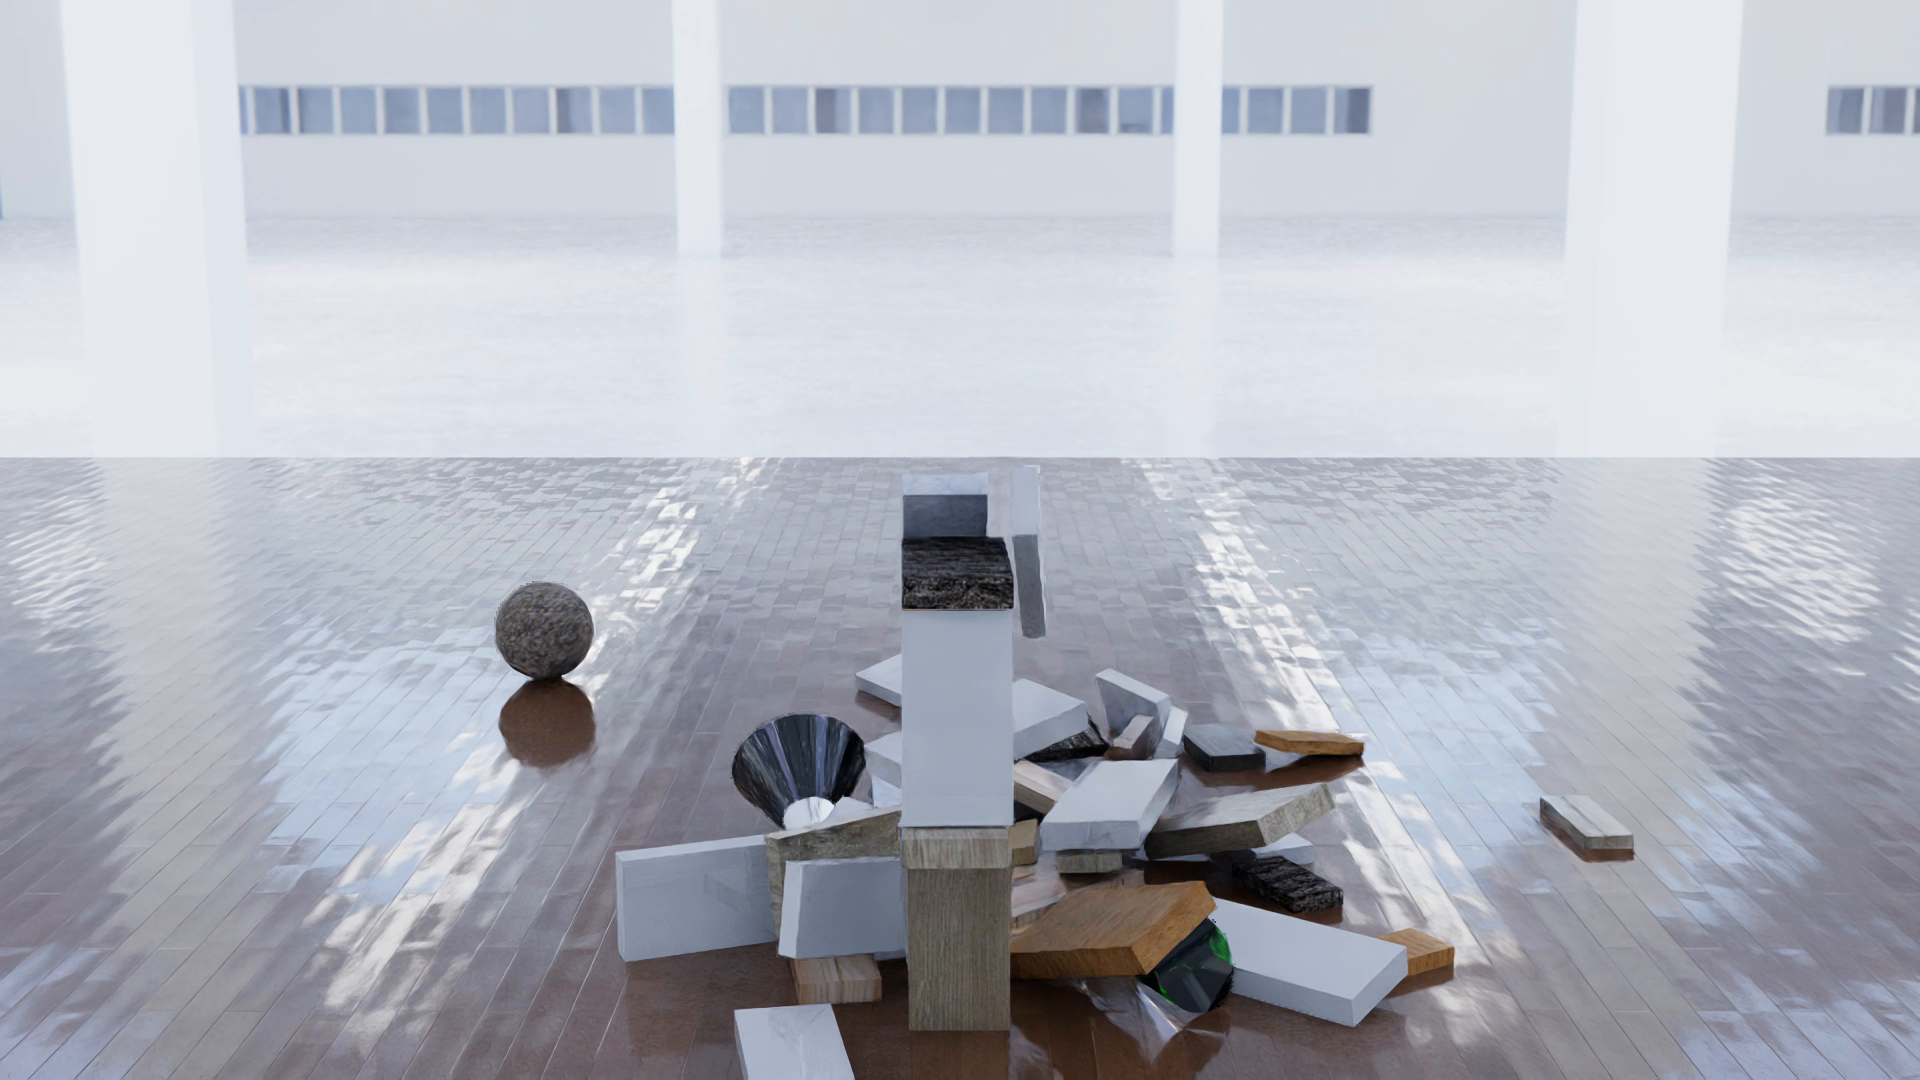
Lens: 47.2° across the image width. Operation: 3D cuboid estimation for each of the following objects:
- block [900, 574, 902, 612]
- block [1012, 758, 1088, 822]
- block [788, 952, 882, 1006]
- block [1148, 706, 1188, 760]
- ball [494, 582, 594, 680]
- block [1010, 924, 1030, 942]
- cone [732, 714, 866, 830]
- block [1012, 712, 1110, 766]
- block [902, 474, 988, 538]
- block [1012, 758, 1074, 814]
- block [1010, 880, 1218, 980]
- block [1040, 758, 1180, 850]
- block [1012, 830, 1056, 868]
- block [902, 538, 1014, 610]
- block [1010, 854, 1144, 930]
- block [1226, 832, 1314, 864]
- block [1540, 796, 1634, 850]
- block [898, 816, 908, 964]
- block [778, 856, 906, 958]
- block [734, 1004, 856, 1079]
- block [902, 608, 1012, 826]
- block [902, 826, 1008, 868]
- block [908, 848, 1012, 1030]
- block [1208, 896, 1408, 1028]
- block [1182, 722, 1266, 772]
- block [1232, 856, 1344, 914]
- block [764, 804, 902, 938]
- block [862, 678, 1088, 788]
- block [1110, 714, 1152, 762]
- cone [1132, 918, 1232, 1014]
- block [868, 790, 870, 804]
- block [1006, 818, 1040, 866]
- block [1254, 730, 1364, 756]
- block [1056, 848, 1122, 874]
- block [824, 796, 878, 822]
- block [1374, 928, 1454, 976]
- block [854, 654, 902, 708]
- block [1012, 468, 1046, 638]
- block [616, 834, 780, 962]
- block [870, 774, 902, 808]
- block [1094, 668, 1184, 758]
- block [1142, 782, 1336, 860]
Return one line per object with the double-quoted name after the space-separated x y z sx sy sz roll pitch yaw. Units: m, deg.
-0.010 0.199 3.178 0.149 0.299 0.042 0 3 -1 "block"
0.139 0.449 4.121 0.284 0.036 0.127 -14 60 -52 "block"
-0.193 0.637 3.321 0.121 0.034 0.241 -2 11 -9 "block"
0.397 0.412 4.297 0.033 0.117 0.234 25 14 5 "block"
-0.963 0.211 5.096 0.225 0.225 0.225 0 11 0 "ball"
0.124 0.626 3.402 0.192 0.027 0.096 -8 13 -37 "block"
-0.270 0.485 3.927 0.248 0.248 0.248 -2 38 -12 "cone"
0.103 0.366 4.111 0.389 0.033 0.116 -1 42 -39 "block"
-0.022 -0.018 3.221 0.121 0.034 0.241 -1 -31 -1 "block"
0.192 0.474 3.985 0.231 0.033 0.116 25 17 14 "block"
0.211 0.571 3.209 0.162 0.046 0.323 -35 10 -34 "block"
0.266 0.453 3.806 0.161 0.046 0.487 -3 5 14 "block"
0.148 0.544 3.838 0.101 0.029 0.202 5 12 26 "block"
-0.007 0.044 3.068 0.149 0.042 0.299 0 10 -2 "block"
0.128 0.582 3.587 0.329 0.047 0.164 -10 15 -43 "block"
0.520 0.529 3.905 0.116 0.033 0.231 -4 11 -21 "block"
1.142 0.514 4.011 0.088 0.025 0.239 -1 11 -4 "block"
-0.010 0.529 3.220 0.142 0.283 0.040 2 27 8 "block"
-0.149 0.547 3.294 0.272 0.136 0.039 5 0 -44 "block"
-0.225 0.700 2.969 0.136 0.039 0.272 -2 11 -10 "block"
-0.004 0.235 2.979 0.149 0.299 0.042 0 4 -2 "block"
-0.010 0.393 3.070 0.142 0.040 0.283 0 10 -2 "block"
-0.001 0.558 3.064 0.142 0.283 0.040 0 27 0 "block"
0.454 0.621 3.292 0.394 0.046 0.162 9 25 39 "block"
0.527 0.422 4.484 0.117 0.033 0.234 -2 11 -12 "block"
0.546 0.575 3.676 0.096 0.027 0.192 -5 12 -24 "block"
-0.142 0.509 3.429 0.322 0.161 0.046 -9 5 -30 "block"
0.026 0.313 3.492 0.323 0.046 0.162 -20 23 -31 "block"
0.324 0.423 4.236 0.033 0.117 0.234 12 13 13 "block"
0.299 0.633 3.245 0.146 0.146 0.146 -8 -12 -37 "cone"
-0.080 0.429 3.988 0.095 0.027 0.191 13 30 22 "block"
0.083 0.523 3.771 0.101 0.029 0.202 -11 5 5 "block"
0.709 0.411 4.456 0.215 0.027 0.095 5 5 -36 "block"
0.212 0.518 3.670 0.101 0.029 0.202 -2 4 0 "block"
-0.213 0.516 3.711 0.088 0.025 0.175 11 54 44 "block"
0.649 0.636 3.348 0.192 0.027 0.096 -7 12 -32 "block"
-0.117 0.320 4.934 0.128 0.036 0.256 -23 20 -26 "block"
0.100 0.020 3.154 0.034 0.241 0.121 -2 51 5 "block"
-0.371 0.552 3.431 0.322 0.161 0.046 -4 11 -21 "block"
-0.067 0.500 3.761 0.164 0.047 0.329 3 26 -5 "block"
0.371 0.358 4.556 0.036 0.127 0.255 -22 18 -20 "block"
0.468 0.480 3.747 0.164 0.047 0.328 -22 1 -33 "block"
